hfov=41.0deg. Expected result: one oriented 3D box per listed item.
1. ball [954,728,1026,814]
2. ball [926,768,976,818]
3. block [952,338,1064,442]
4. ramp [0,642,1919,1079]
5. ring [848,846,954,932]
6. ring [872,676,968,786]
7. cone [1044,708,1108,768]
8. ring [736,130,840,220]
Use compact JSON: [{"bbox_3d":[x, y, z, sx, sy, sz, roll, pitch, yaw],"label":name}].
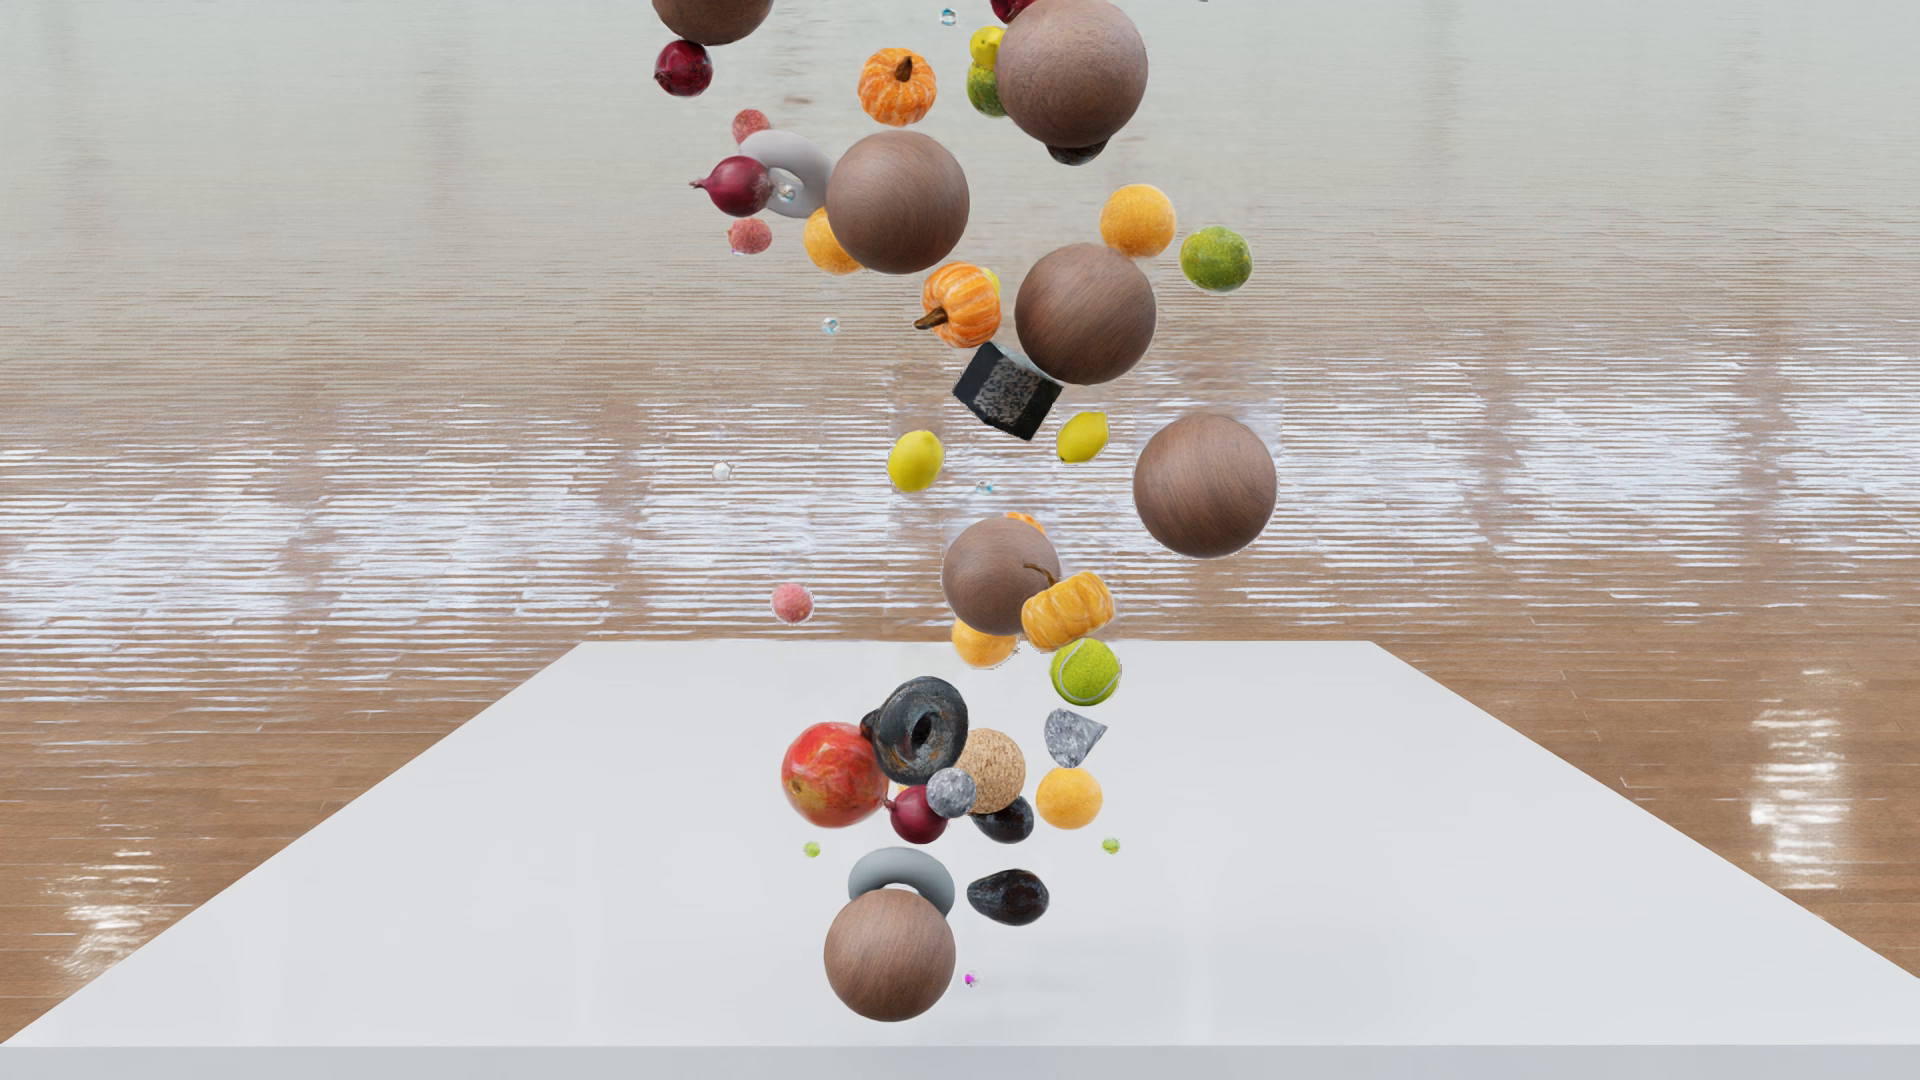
[{"bbox_3d":[0.026,0.256,2.852,0.094,0.094,0.094,0,20,0],"label":"ball"},{"bbox_3d":[-0.009,0.249,2.523,0.050,0.050,0.050,0,20,0],"label":"ball"},{"bbox_3d":[0.044,-0.138,2.354,0.060,0.060,0.060,20,18,-41],"label":"block"},{"bbox_3d":[0.047,0.428,4.533,2.000,0.100,4.000,0,3,0],"label":"ramp"},{"bbox_3d":[-0.059,0.350,2.569,0.109,0.109,0.036,2,40,7],"label":"ring"},{"bbox_3d":[-0.039,0.195,2.605,0.116,0.116,0.039,-16,23,-37],"label":"ring"},{"bbox_3d":[0.129,0.195,2.601,0.061,0.061,0.061,-11,22,-40],"label":"cone"},{"bbox_3d":[-0.173,-0.367,2.577,0.112,0.112,0.037,9,57,23],"label":"ring"}]
